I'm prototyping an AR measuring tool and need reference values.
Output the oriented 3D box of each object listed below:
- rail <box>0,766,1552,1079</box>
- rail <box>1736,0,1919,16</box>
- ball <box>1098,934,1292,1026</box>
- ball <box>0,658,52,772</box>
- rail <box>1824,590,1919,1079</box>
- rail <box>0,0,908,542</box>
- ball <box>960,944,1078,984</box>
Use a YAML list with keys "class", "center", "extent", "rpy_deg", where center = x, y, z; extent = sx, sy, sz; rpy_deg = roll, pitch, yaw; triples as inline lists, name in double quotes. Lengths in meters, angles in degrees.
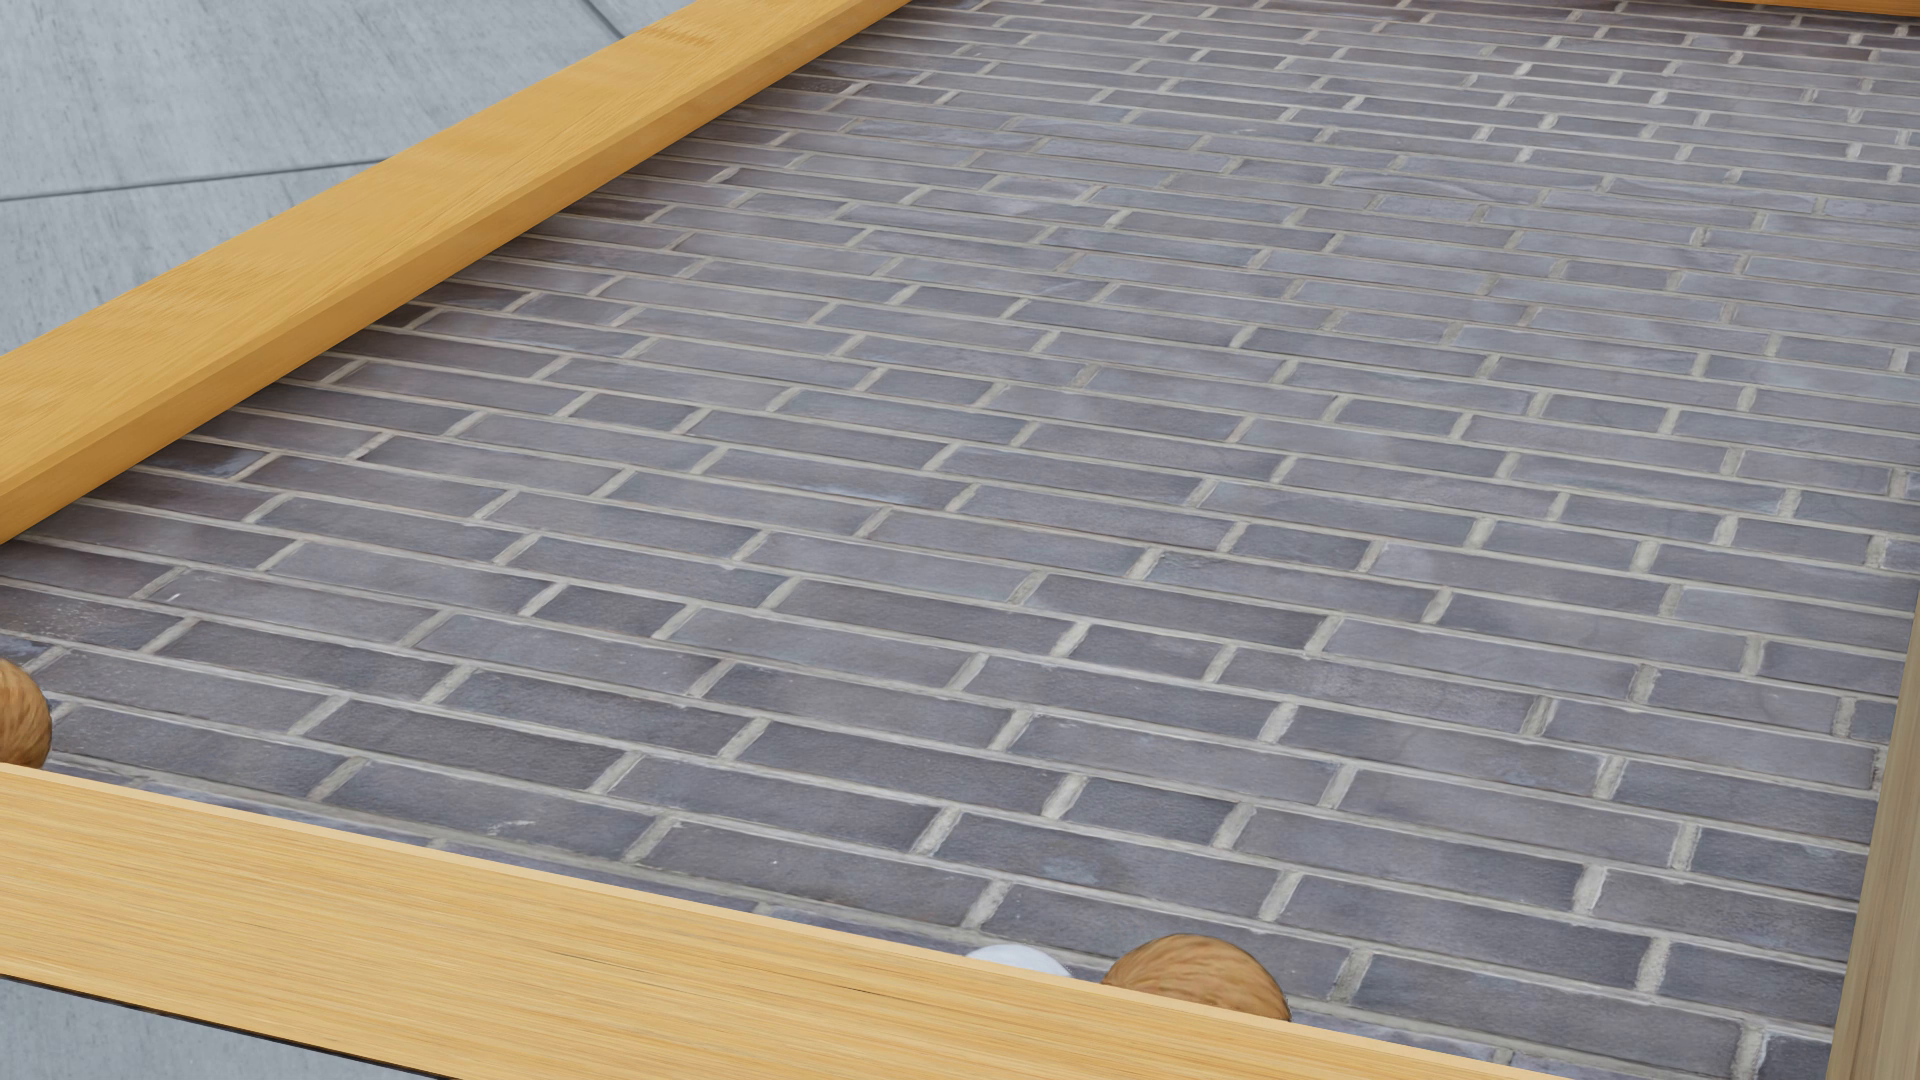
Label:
- class: "rail"
  center: [-0.216, 0.203, 1.432]
  extent: [1.304, 0.128, 0.045]
  rpy_deg: [9, 25, 19]
- class: "rail"
  center: [0.663, -0.732, 3.553]
  extent: [1.304, 0.128, 0.045]
  rpy_deg: [9, 25, 19]
- class: "ball"
  center: [0.108, 0.236, 1.394]
  extent: [0.099, 0.099, 0.099]
  rpy_deg: [0, 24, 0]
- class: "ball"
  center: [-0.563, 0.108, 1.671]
  extent: [0.090, 0.090, 0.090]
  rpy_deg: [0, 24, 0]
- class: "rail"
  center: [0.812, -0.175, 2.289]
  extent: [0.045, 0.128, 2.527]
  rpy_deg: [9, 25, 19]
- class: "rail"
  center: [-0.364, -0.355, 2.696]
  extent: [0.045, 0.128, 2.527]
  rpy_deg: [9, 25, 19]
- class: "ball"
  center: [0.023, 0.235, 1.420]
  extent: [0.080, 0.080, 0.080]
  rpy_deg: [0, 24, 0]
